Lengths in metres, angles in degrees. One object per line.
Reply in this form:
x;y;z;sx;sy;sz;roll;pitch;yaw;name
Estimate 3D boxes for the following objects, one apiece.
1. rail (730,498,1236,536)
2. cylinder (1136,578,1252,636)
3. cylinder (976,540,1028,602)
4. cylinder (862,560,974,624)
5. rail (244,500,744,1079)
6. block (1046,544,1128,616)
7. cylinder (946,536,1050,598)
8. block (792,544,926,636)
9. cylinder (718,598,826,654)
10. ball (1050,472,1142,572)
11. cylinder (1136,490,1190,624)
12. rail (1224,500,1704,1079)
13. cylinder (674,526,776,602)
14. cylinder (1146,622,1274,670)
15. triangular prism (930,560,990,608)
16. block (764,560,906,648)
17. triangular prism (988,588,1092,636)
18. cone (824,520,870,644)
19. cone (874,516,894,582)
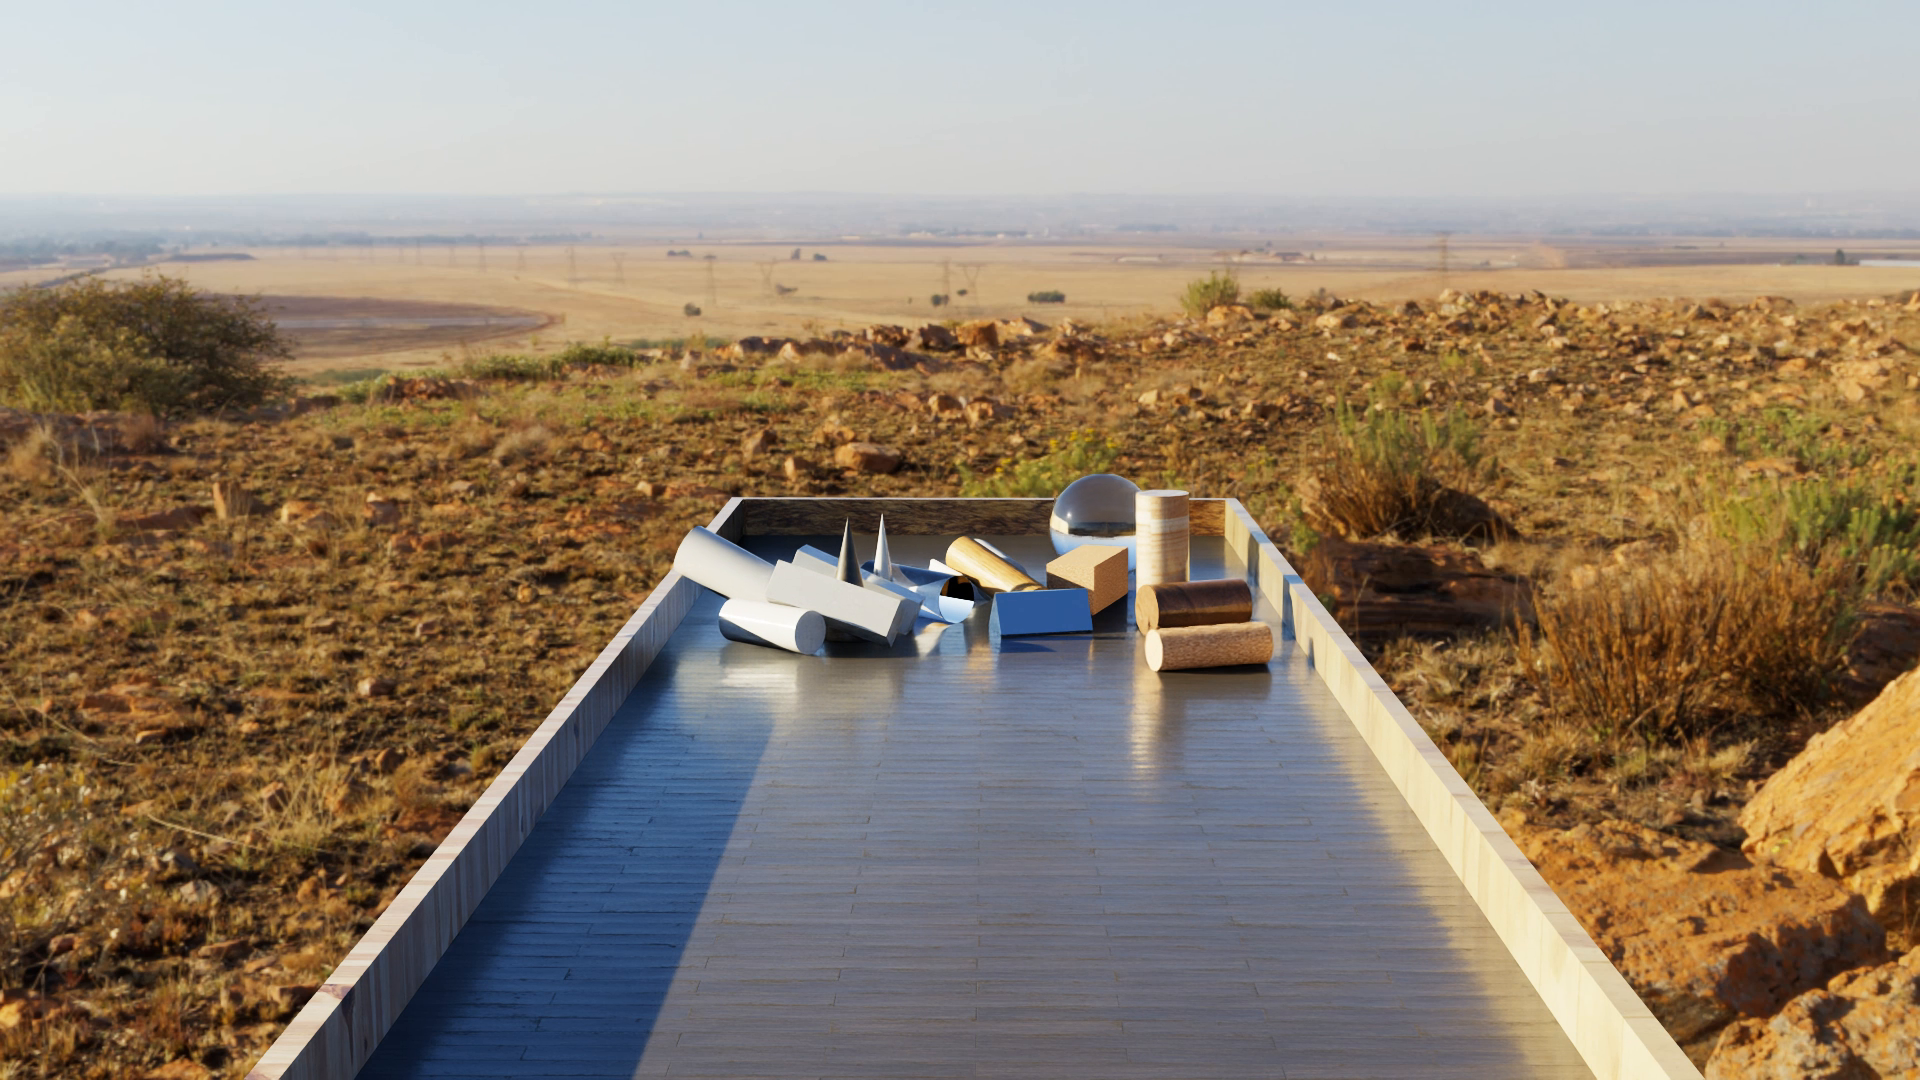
0.099;-0.098;9.147;2.100;0.150;0.050;0;9;1;rail
0.754;0.217;7.094;0.335;0.170;0.170;-3;10;-21;cylinder
0.108;0.111;7.789;0.163;0.163;0.449;-2;9;-12;cylinder
-0.156;0.172;7.417;0.159;0.159;0.425;-8;12;-43;cylinder
-1.004;0.839;3.234;0.050;0.150;12.000;0;9;1;rail
0.445;0.135;7.629;0.166;0.166;0.443;3;10;19;block
0.131;0.132;7.403;0.132;0.132;0.442;-7;26;-36;cylinder
-0.339;0.160;7.142;0.431;0.114;0.114;24;13;7;block
-0.588;0.268;6.875;0.334;0.139;0.139;8;12;40;cylinder
0.525;-0.051;8.085;0.390;0.390;0.390;0;9;0;ball
0.666;0.061;7.224;0.173;0.434;0.173;-1;8;0;cylinder
1.046;0.843;3.208;0.050;0.150;12.000;0;9;1;rail
-0.739;0.116;7.276;0.383;0.172;0.172;28;17;14;cylinder
0.749;0.318;6.604;0.365;0.124;0.124;-3;10;-19;cylinder
-0.028;0.148;7.549;0.140;0.122;0.331;-23;15;-14;triangular prism
-0.391;0.200;6.878;0.412;0.124;0.124;18;-16;12;block
0.262;0.227;7.148;0.310;0.128;0.148;-2;9;-15;triangular prism
-0.355;0.120;6.997;0.170;0.393;0.170;0;9;0;cone
-0.254;0.094;7.226;0.114;0.372;0.114;0;9;0;cone
